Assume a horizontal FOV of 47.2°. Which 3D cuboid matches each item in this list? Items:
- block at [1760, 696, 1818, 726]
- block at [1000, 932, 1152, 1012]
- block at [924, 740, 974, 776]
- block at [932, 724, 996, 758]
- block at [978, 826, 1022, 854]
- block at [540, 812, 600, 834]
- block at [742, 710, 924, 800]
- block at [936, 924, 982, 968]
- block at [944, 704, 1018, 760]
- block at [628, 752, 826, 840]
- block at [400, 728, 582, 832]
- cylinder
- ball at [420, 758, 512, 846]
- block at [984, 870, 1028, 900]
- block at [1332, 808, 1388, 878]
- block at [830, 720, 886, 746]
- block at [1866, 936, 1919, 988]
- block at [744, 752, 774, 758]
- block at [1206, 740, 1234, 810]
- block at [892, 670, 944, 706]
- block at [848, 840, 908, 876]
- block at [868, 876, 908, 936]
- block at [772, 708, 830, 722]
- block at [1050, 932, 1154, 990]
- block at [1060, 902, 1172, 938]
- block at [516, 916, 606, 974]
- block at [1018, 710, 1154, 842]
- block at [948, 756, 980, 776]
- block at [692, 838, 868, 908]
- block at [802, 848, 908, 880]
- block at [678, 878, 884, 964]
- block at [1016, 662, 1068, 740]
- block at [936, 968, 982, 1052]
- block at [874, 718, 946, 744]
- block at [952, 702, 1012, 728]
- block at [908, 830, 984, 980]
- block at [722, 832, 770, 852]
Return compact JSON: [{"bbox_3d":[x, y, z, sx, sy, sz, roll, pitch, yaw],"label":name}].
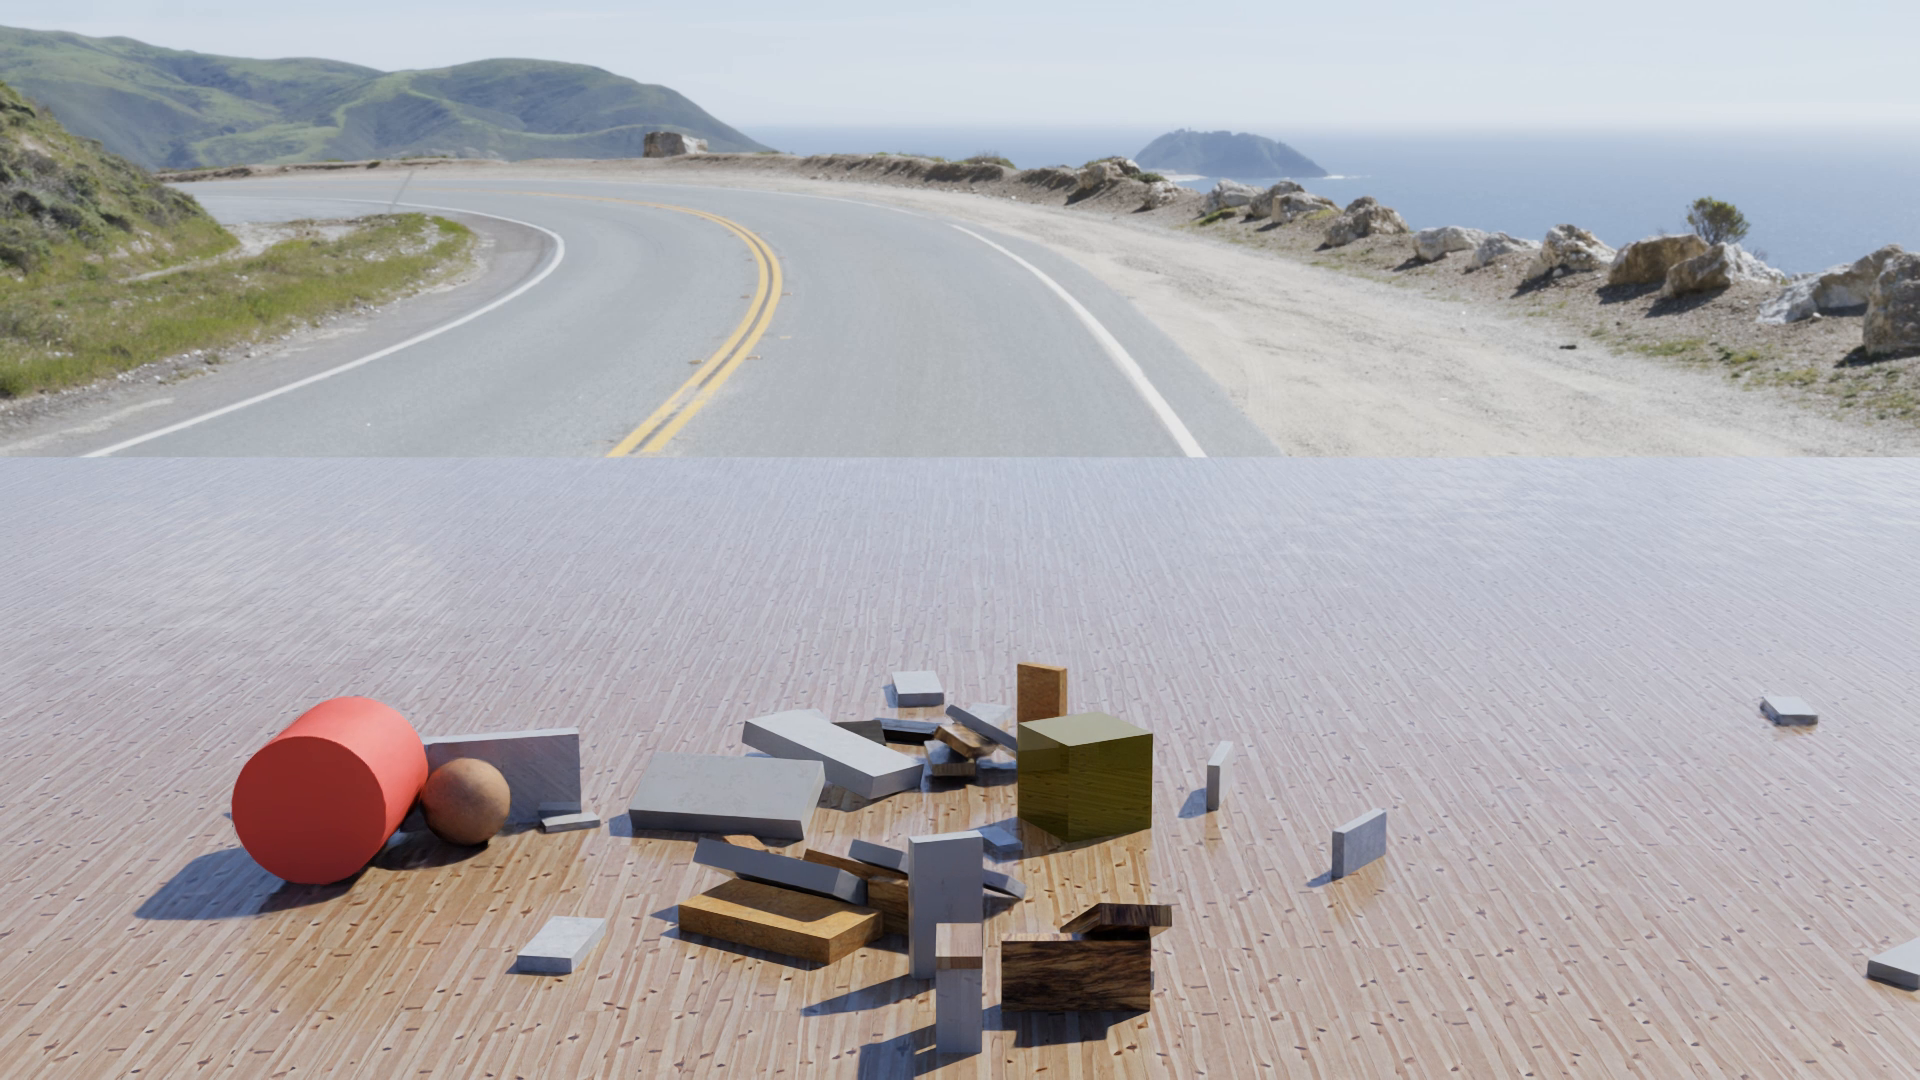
[{"bbox_3d":[1.805,0.371,4.788,0.080,0.023,0.159,1,11,6],"label":"block"},{"bbox_3d":[0.167,0.626,3.183,0.215,0.108,0.030,0,11,0],"label":"block"},{"bbox_3d":[-0.022,0.429,4.343,0.082,0.023,0.165,-1,11,-7],"label":"block"},{"bbox_3d":[0.011,0.398,4.355,0.082,0.023,0.164,32,6,18],"label":"block"},{"bbox_3d":[0.067,0.535,3.925,0.050,0.014,0.100,-5,12,-25],"label":"block"},{"bbox_3d":[-0.713,0.517,4.024,0.100,0.014,0.050,-4,11,-23],"label":"block"},{"bbox_3d":[-0.249,0.415,4.291,0.325,0.046,0.162,20,15,32],"label":"block"},{"bbox_3d":[-0.001,0.565,3.061,0.063,0.018,0.127,0,11,0],"label":"block"},{"bbox_3d":[0.075,0.399,4.417,0.254,0.023,0.082,24,-15,48],"label":"block"},{"bbox_3d":[-0.425,0.467,4.032,0.325,0.046,0.162,2,35,12],"label":"block"},{"bbox_3d":[-0.863,0.439,4.036,0.325,0.162,0.046,-3,11,-15],"label":"block"},{"bbox_3d":[-1.087,0.431,3.814,0.261,0.261,0.261,0,11,1],"label":"cylinder"},{"bbox_3d":[-0.878,0.466,3.910,0.156,0.156,0.156,0,11,0],"label":"ball"},{"bbox_3d":[0.021,0.557,3.646,0.165,0.023,0.082,11,-15,28],"label":"block"},{"bbox_3d":[0.692,0.524,3.807,0.023,0.080,0.159,8,13,37],"label":"block"},{"bbox_3d":[-0.239,0.407,4.506,0.164,0.023,0.082,-2,34,-11],"label":"block"},{"bbox_3d":[1.457,0.640,3.338,0.159,0.023,0.080,-8,13,-38],"label":"block"},{"bbox_3d":[-0.379,0.470,4.203,0.147,0.042,0.293,2,11,12],"label":"block"},{"bbox_3d":[0.497,0.448,4.199,0.024,0.085,0.171,3,11,15],"label":"block"},{"bbox_3d":[-0.097,0.334,4.967,0.101,0.029,0.202,-1,11,-6],"label":"block"},{"bbox_3d":[-0.082,0.539,3.593,0.104,0.029,0.207,8,-16,36],"label":"block"},{"bbox_3d":[-0.067,0.584,3.475,0.165,0.082,0.023,5,12,25],"label":"block"},{"bbox_3d":[-0.324,0.397,4.629,0.101,0.029,0.203,-3,11,-17],"label":"block"},{"bbox_3d":[0.194,0.639,3.323,0.104,0.029,0.207,-5,12,-27],"label":"block"},{"bbox_3d":[0.227,0.569,3.232,0.108,0.030,0.215,4,-20,-12],"label":"block"},{"bbox_3d":[-0.616,0.626,3.409,0.086,0.024,0.171,2,11,8],"label":"block"},{"bbox_3d":[0.228,0.431,4.033,0.179,0.179,0.179,-6,12,-29],"label":"block"},{"bbox_3d":[-0.004,0.440,4.415,0.082,0.023,0.165,1,11,4],"label":"block"},{"bbox_3d":[-0.277,0.548,3.584,0.293,0.042,0.147,6,-18,35],"label":"block"},{"bbox_3d":[-0.137,0.560,3.621,0.243,0.029,0.103,8,-17,37],"label":"block"},{"bbox_3d":[-0.285,0.602,3.488,0.293,0.042,0.147,6,12,31],"label":"block"},{"bbox_3d":[0.164,0.350,4.407,0.101,0.202,0.029,7,13,34],"label":"block"},{"bbox_3d":[-0.001,0.644,3.033,0.063,0.127,0.018,0,11,0],"label":"block"},{"bbox_3d":[-0.116,0.401,4.622,0.164,0.023,0.082,4,11,19],"label":"block"},{"bbox_3d":[0.047,0.384,4.717,0.082,0.023,0.165,3,11,18],"label":"block"},{"bbox_3d":[-0.021,0.549,3.303,0.108,0.215,0.030,-3,11,-17],"label":"block"},{"bbox_3d":[-0.379,0.542,3.888,0.050,0.014,0.100,-5,12,-25],"label":"block"}]
